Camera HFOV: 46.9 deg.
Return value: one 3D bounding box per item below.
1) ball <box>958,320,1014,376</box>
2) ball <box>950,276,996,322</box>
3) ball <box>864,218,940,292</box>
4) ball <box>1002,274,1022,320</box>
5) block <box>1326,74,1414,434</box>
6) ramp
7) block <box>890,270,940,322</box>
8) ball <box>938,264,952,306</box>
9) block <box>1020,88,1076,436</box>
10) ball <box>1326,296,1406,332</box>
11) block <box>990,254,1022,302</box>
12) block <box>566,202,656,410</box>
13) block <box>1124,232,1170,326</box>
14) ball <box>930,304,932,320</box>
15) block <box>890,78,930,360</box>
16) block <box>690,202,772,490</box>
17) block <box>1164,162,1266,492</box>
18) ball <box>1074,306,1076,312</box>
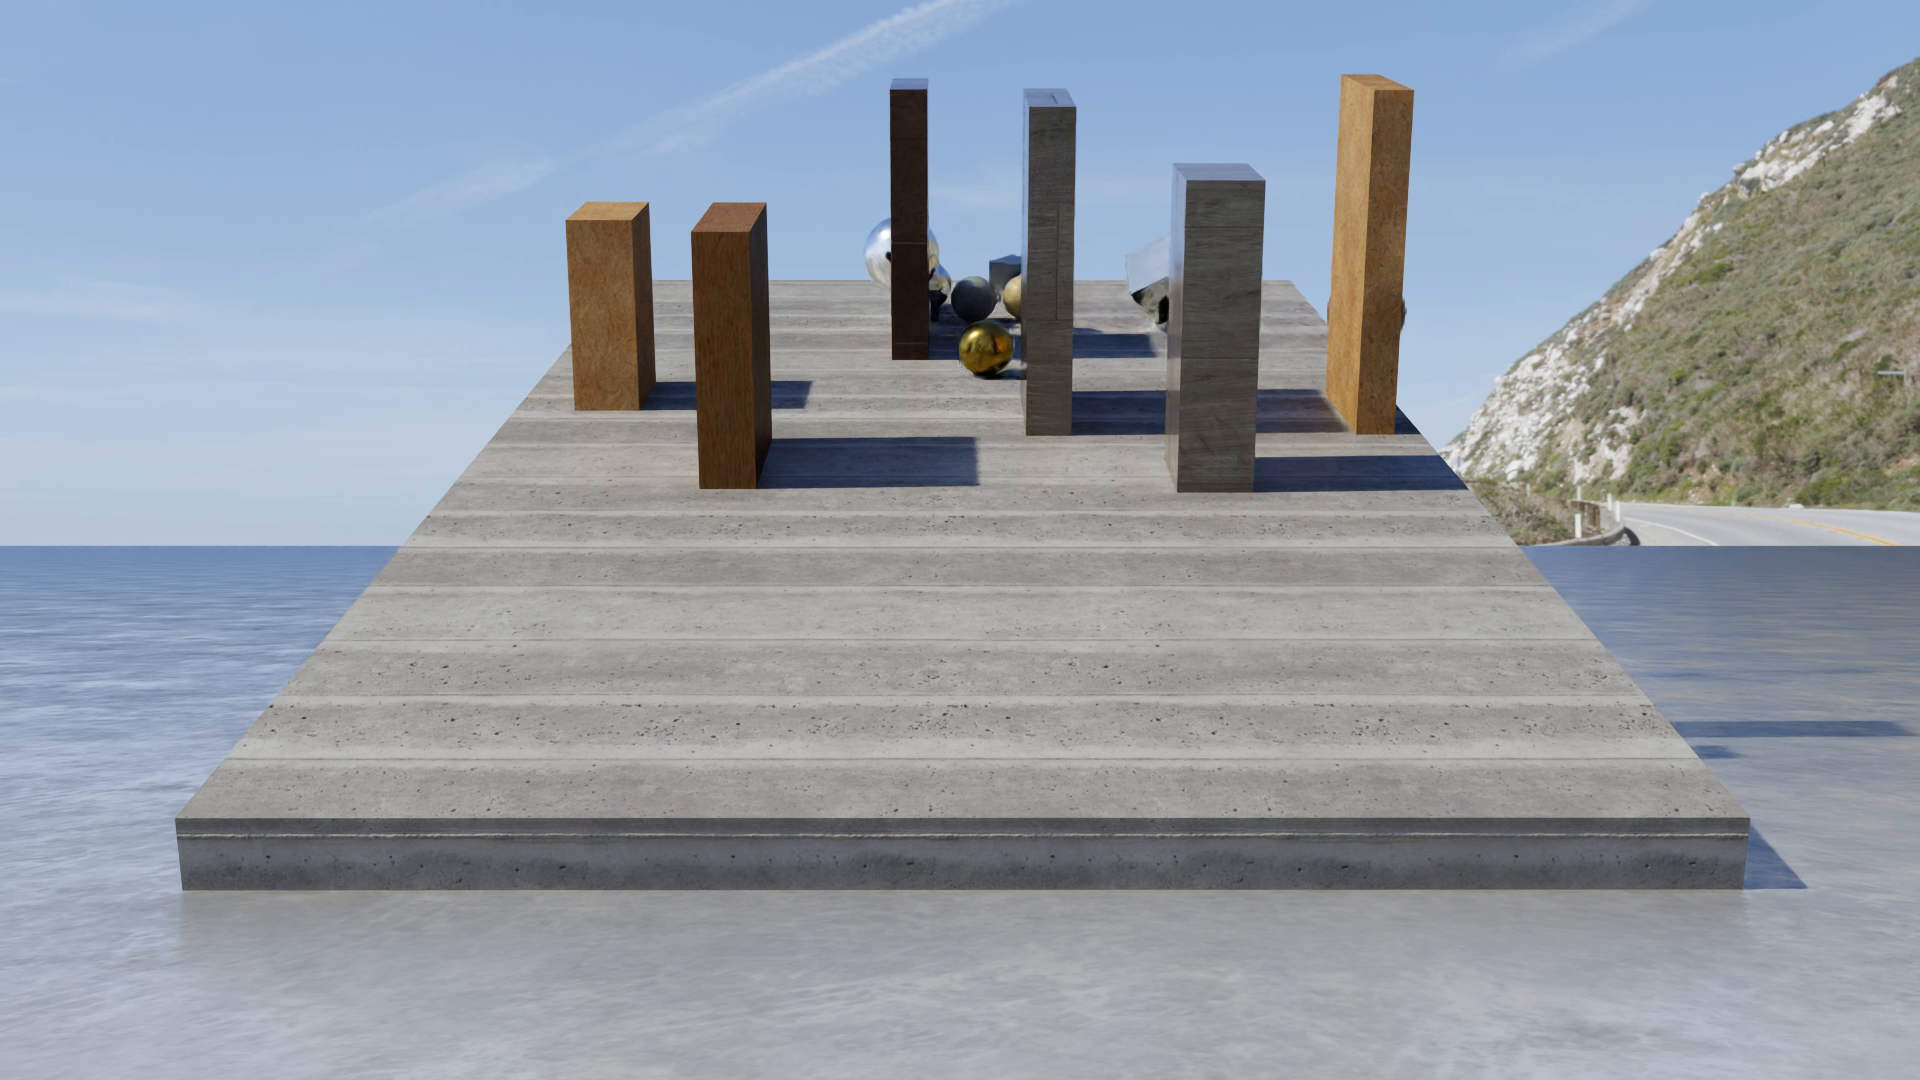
[{"bbox_3d":[0.062,-0.463,5.332,0.135,0.135,0.135,0,0,0],"label":"ball"},{"bbox_3d":[0.037,-0.652,5.993,0.124,0.124,0.124,0,0,0],"label":"ball"},{"bbox_3d":[-0.154,-0.757,5.864,0.203,0.203,0.203,0,0,0],"label":"ball"},{"bbox_3d":[0.178,-0.660,6.021,0.124,0.124,0.124,0,0,0],"label":"ball"},{"bbox_3d":[0.895,-0.636,4.868,0.083,0.731,0.407,0,16,0],"label":"block"},{"bbox_3d":[-0.002,-0.166,4.742,2.000,0.100,4.000,0,16,0],"label":"ramp"},{"bbox_3d":[-0.124,-0.669,6.037,0.130,0.130,0.130,-1,16,-2],"label":"block"},{"bbox_3d":[-0.090,-0.710,6.164,0.134,0.134,0.134,0,0,0],"label":"ball"},{"bbox_3d":[0.190,-0.620,4.872,0.098,0.698,0.431,0,16,0],"label":"block"},{"bbox_3d":[1.029,-0.576,5.608,0.200,0.200,0.200,0,0,0],"label":"ball"},{"bbox_3d":[0.162,-0.744,6.319,0.112,0.112,0.112,10,21,31],"label":"block"},{"bbox_3d":[-0.796,-0.539,5.069,0.145,0.429,0.295,0,16,0],"label":"block"},{"bbox_3d":[0.543,-0.694,5.874,0.148,0.148,0.148,-24,-42,23],"label":"block"},{"bbox_3d":[-0.127,-0.604,5.857,0.108,0.108,0.108,0,0,0],"label":"ball"},{"bbox_3d":[-0.125,-0.812,5.577,0.091,0.665,0.311,0,16,0],"label":"block"},{"bbox_3d":[-0.456,-0.400,4.464,0.111,0.505,0.409,0,16,0],"label":"block"},{"bbox_3d":[0.497,-0.421,4.362,0.149,0.606,0.270,0,16,0],"label":"block"},{"bbox_3d":[0.240,-0.610,5.846,0.127,0.127,0.127,0,0,0],"label":"ball"}]
